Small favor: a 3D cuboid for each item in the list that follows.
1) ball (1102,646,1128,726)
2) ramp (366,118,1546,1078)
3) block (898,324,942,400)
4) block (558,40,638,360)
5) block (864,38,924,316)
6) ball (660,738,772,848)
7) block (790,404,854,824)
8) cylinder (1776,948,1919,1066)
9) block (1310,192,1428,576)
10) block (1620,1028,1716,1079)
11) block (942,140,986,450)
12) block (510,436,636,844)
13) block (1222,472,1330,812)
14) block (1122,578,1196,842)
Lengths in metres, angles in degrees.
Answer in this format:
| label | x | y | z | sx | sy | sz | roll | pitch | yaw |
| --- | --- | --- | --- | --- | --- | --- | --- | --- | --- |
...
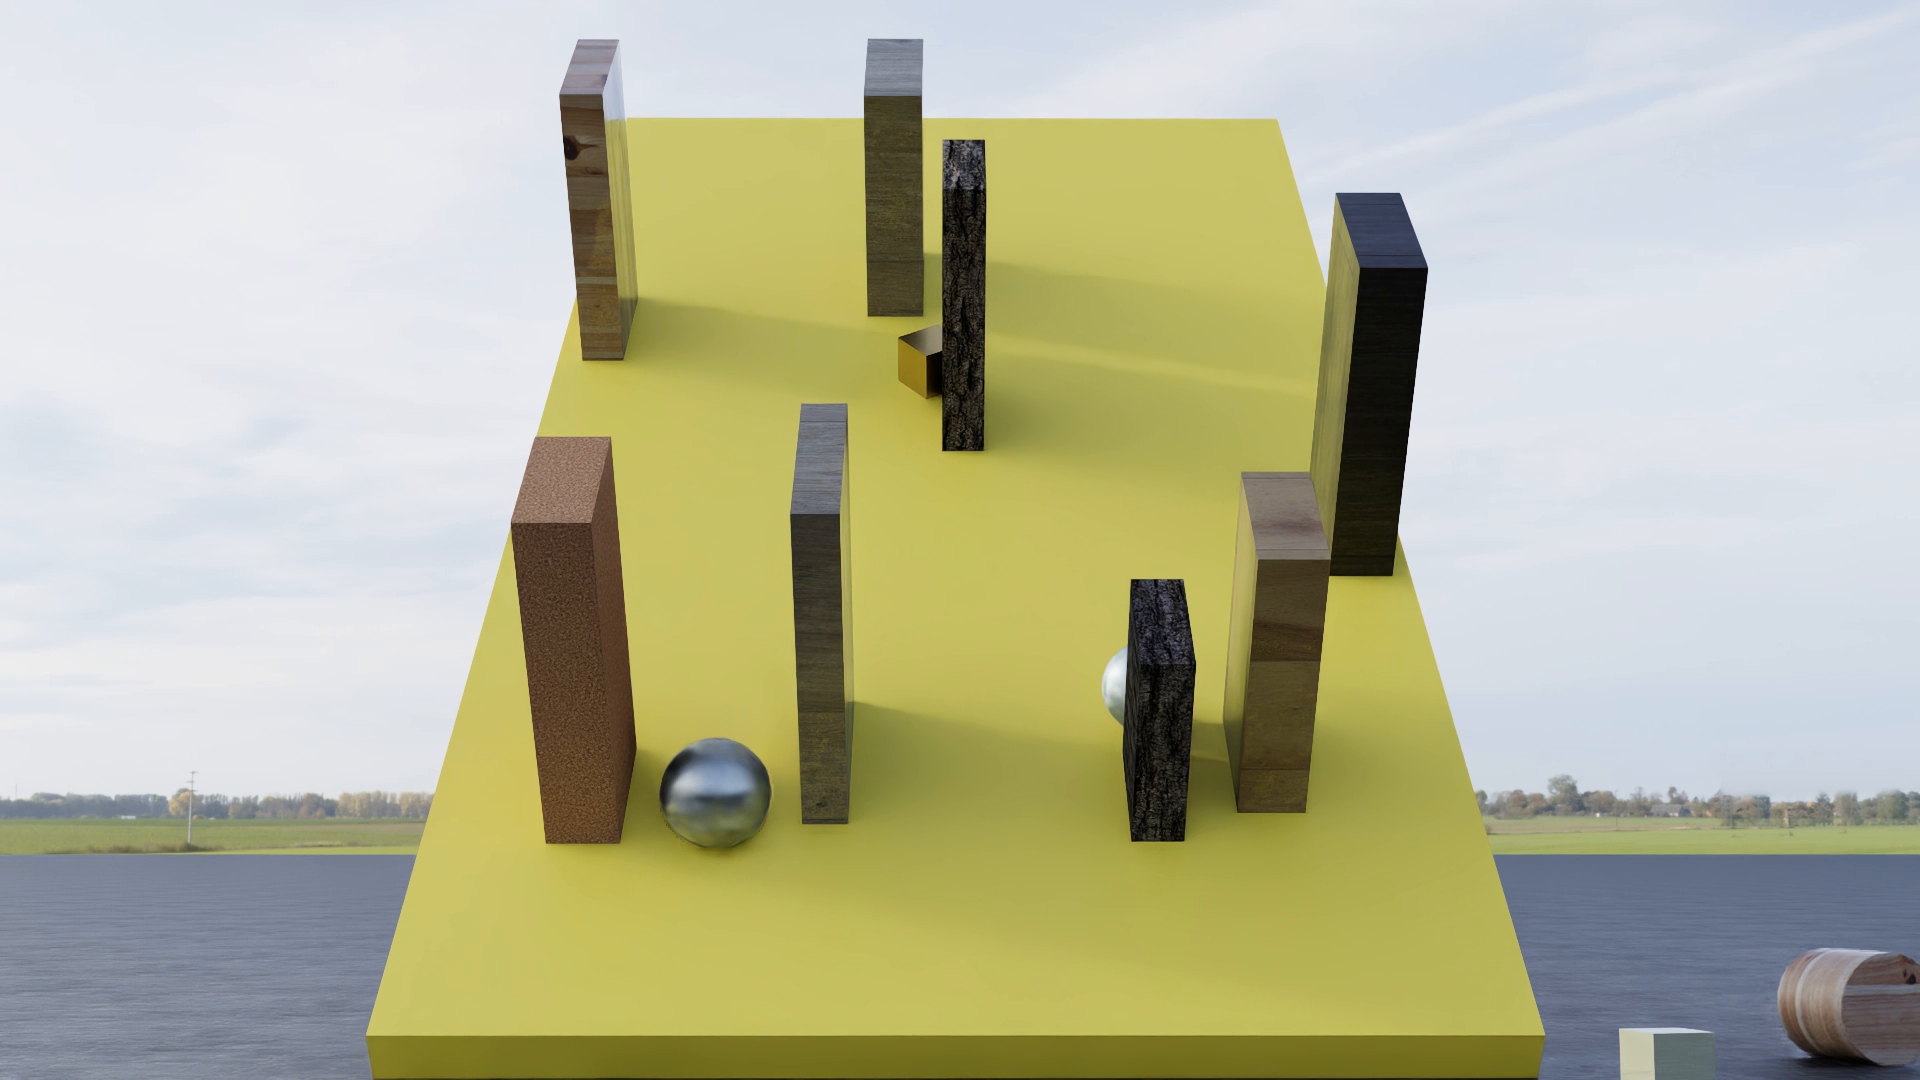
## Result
| label | x | y | z | sx | sy | sz | roll | pitch | yaw |
| --- | --- | --- | --- | --- | --- | --- | --- | --- | --- |
| ball | 0.372 | 0.291 | 4.854 | 0.182 | 0.182 | 0.182 | 0 | -7 | 0 |
| ramp | -0.015 | -0.187 | 5.871 | 2.000 | 0.100 | 4.000 | 0 | 32 | 0 |
| block | -0.069 | -0.442 | 6.067 | 0.121 | 0.121 | 0.121 | -21 | 38 | -30 |
| block | -0.902 | -0.852 | 6.154 | 0.103 | 0.715 | 0.360 | 0 | 32 | 0 |
| block | -0.169 | -0.948 | 6.407 | 0.145 | 0.613 | 0.392 | 0 | 32 | 0 |
| ball | -0.453 | 0.469 | 4.545 | 0.206 | 0.206 | 0.206 | 0 | -7 | 0 |
| block | -0.255 | 0.140 | 4.614 | 0.087 | 0.689 | 0.395 | 0 | 32 | 0 |
| cylinder | 1.666 | 0.865 | 4.551 | 0.203 | 0.203 | 0.203 | 2 | -7 | -15 |
| block | 0.878 | -0.335 | 5.320 | 0.139 | 0.746 | 0.369 | 0 | 32 | 0 |
| block | 1.115 | 0.827 | 3.859 | 0.107 | 0.107 | 0.107 | 2 | -7 | -14 |
| block | 0.008 | -0.571 | 5.754 | 0.099 | 0.674 | 0.279 | 0 | 32 | 0 |
| block | -0.704 | 0.190 | 4.516 | 0.138 | 0.706 | 0.297 | 0 | 32 | 0 |
| block | 0.593 | 0.196 | 4.640 | 0.129 | 0.574 | 0.305 | 0 | 32 | 0 |
| block | 0.371 | 0.319 | 4.600 | 0.099 | 0.406 | 0.278 | 0 | 32 | 0 |
